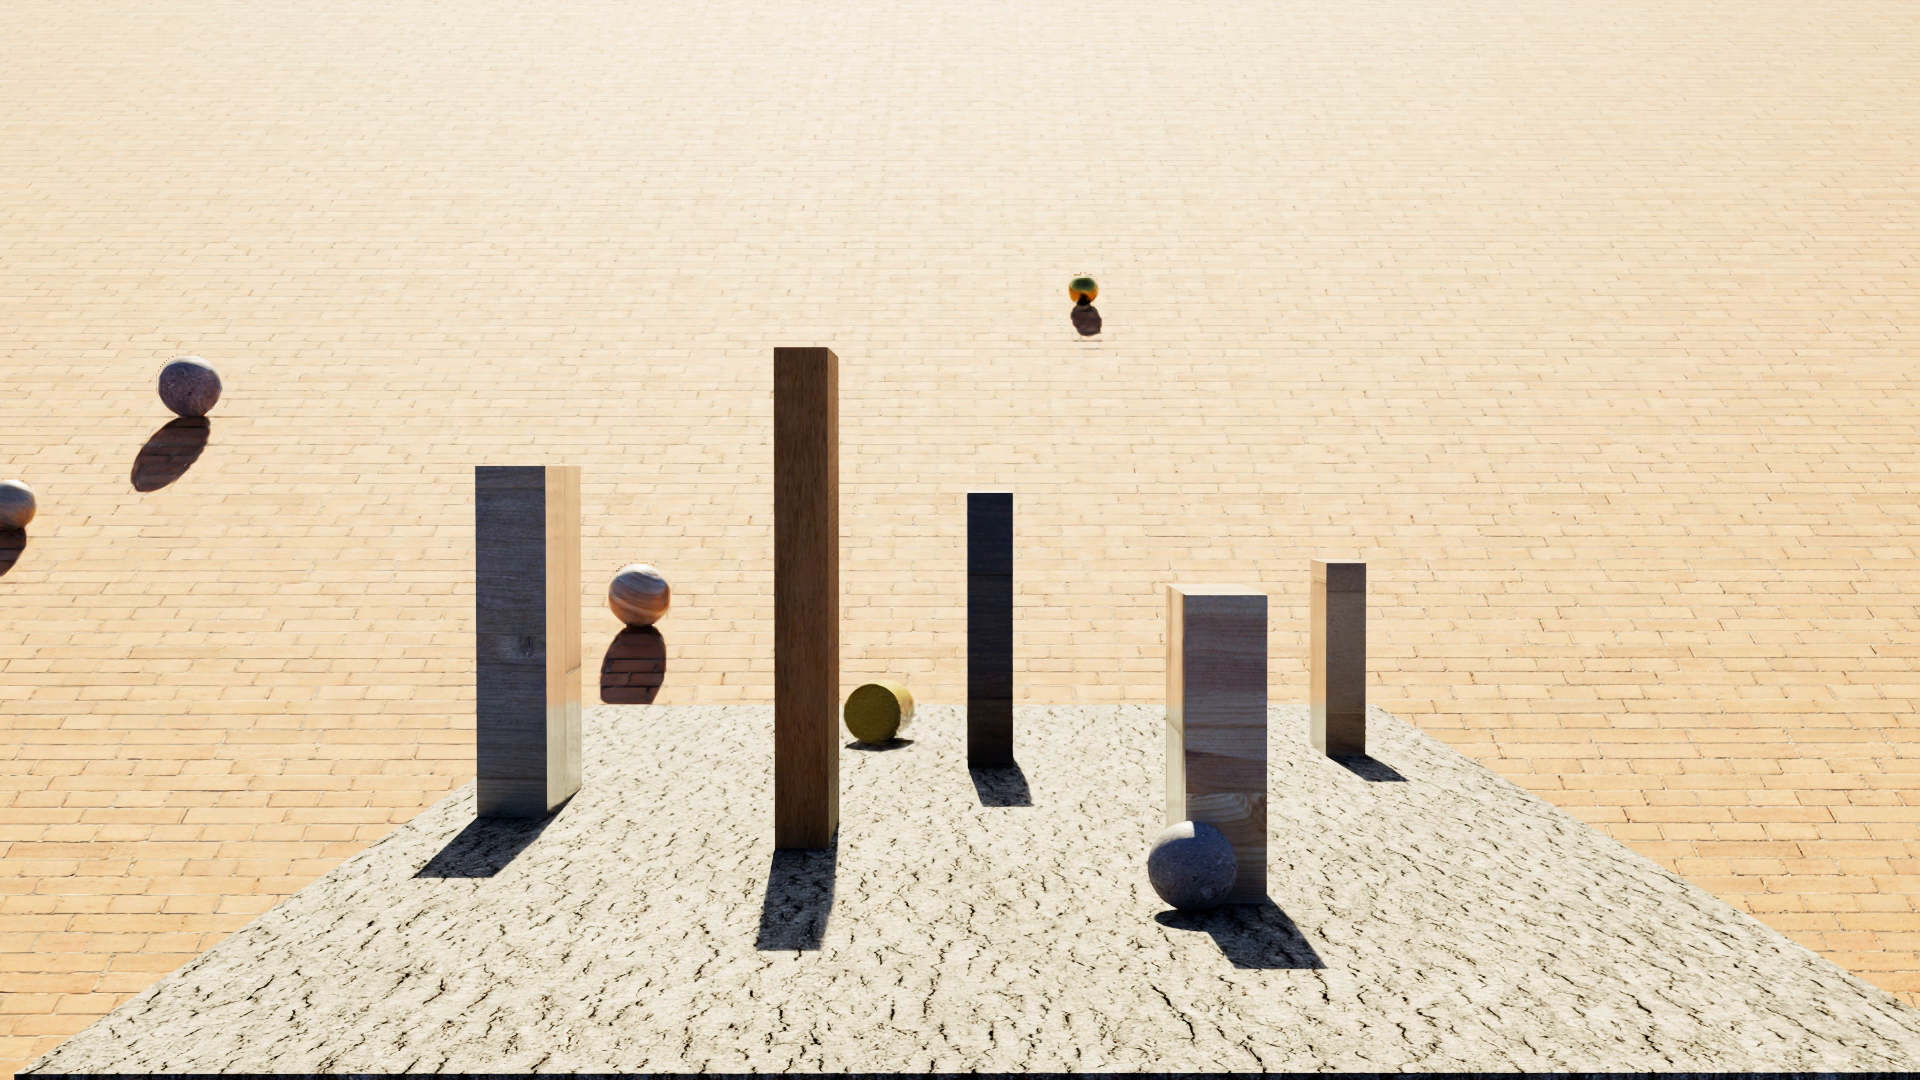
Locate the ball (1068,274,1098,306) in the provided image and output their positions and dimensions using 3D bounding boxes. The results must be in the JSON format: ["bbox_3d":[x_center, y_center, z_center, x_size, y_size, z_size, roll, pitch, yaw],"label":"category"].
[{"bbox_3d":[0.452,-0.916,9.450,0.111,0.111,0.111,0,25,0],"label":"ball"}]

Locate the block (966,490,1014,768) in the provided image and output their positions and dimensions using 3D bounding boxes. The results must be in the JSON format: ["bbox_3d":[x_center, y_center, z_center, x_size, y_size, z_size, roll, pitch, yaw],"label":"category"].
[{"bbox_3d":[0.060,0.176,5.348,0.092,0.553,0.349,0,2,0],"label":"block"}]

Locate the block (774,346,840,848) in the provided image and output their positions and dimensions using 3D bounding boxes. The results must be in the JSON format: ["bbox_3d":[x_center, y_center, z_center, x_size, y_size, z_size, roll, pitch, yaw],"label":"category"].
[{"bbox_3d":[-0.251,0.087,4.259,0.085,0.792,0.382,0,2,0],"label":"block"}]

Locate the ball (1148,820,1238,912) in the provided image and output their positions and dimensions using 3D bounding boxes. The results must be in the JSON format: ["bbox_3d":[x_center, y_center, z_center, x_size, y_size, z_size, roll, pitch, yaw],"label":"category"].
[{"bbox_3d":[0.315,0.442,3.495,0.122,0.122,0.122,0,25,0],"label":"ball"}]

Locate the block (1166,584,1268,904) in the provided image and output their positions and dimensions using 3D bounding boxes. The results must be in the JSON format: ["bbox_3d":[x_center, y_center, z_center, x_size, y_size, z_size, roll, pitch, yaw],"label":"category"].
[{"bbox_3d":[0.367,0.284,3.719,0.113,0.426,0.333,0,2,0],"label":"block"}]

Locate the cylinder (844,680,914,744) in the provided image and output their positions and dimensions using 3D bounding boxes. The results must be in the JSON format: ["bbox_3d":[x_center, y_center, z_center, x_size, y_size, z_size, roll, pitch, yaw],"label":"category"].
[{"bbox_3d":[-0.177,0.377,5.685,0.130,0.130,0.130,6,3,12],"label":"cylinder"}]

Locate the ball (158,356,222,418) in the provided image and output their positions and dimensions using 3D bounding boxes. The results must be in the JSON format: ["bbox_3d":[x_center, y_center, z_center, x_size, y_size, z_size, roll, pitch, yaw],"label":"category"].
[{"bbox_3d":[-2.533,-0.506,8.480,0.203,0.203,0.203,0,25,0],"label":"ball"}]

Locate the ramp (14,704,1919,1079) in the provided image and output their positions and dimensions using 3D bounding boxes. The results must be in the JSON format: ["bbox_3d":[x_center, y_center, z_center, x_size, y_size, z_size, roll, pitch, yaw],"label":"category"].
[{"bbox_3d":[0.058,0.524,4.562,2.000,0.100,4.000,0,2,0],"label":"ramp"}]

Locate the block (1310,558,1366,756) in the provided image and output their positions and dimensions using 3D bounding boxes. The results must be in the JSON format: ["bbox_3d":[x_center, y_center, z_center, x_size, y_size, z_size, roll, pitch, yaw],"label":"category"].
[{"bbox_3d":[0.805,0.246,5.498,0.084,0.404,0.243,0,2,0],"label":"block"}]

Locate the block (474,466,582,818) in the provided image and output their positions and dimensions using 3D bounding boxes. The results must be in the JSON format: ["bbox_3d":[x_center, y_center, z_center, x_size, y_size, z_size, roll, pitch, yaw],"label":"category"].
[{"bbox_3d":[-0.773,0.169,4.645,0.122,0.606,0.412,0,2,0],"label":"block"}]

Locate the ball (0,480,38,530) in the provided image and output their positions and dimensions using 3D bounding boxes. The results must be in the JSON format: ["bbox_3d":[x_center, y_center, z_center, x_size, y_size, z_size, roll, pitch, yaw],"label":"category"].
[{"bbox_3d":[-2.834,-0.104,7.698,0.150,0.150,0.150,0,25,0],"label":"ball"}]

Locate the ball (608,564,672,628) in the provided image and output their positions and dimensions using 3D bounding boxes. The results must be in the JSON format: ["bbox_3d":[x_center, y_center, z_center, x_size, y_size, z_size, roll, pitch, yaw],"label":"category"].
[{"bbox_3d":[-0.886,0.155,7.124,0.175,0.175,0.175,0,25,0],"label":"ball"}]
